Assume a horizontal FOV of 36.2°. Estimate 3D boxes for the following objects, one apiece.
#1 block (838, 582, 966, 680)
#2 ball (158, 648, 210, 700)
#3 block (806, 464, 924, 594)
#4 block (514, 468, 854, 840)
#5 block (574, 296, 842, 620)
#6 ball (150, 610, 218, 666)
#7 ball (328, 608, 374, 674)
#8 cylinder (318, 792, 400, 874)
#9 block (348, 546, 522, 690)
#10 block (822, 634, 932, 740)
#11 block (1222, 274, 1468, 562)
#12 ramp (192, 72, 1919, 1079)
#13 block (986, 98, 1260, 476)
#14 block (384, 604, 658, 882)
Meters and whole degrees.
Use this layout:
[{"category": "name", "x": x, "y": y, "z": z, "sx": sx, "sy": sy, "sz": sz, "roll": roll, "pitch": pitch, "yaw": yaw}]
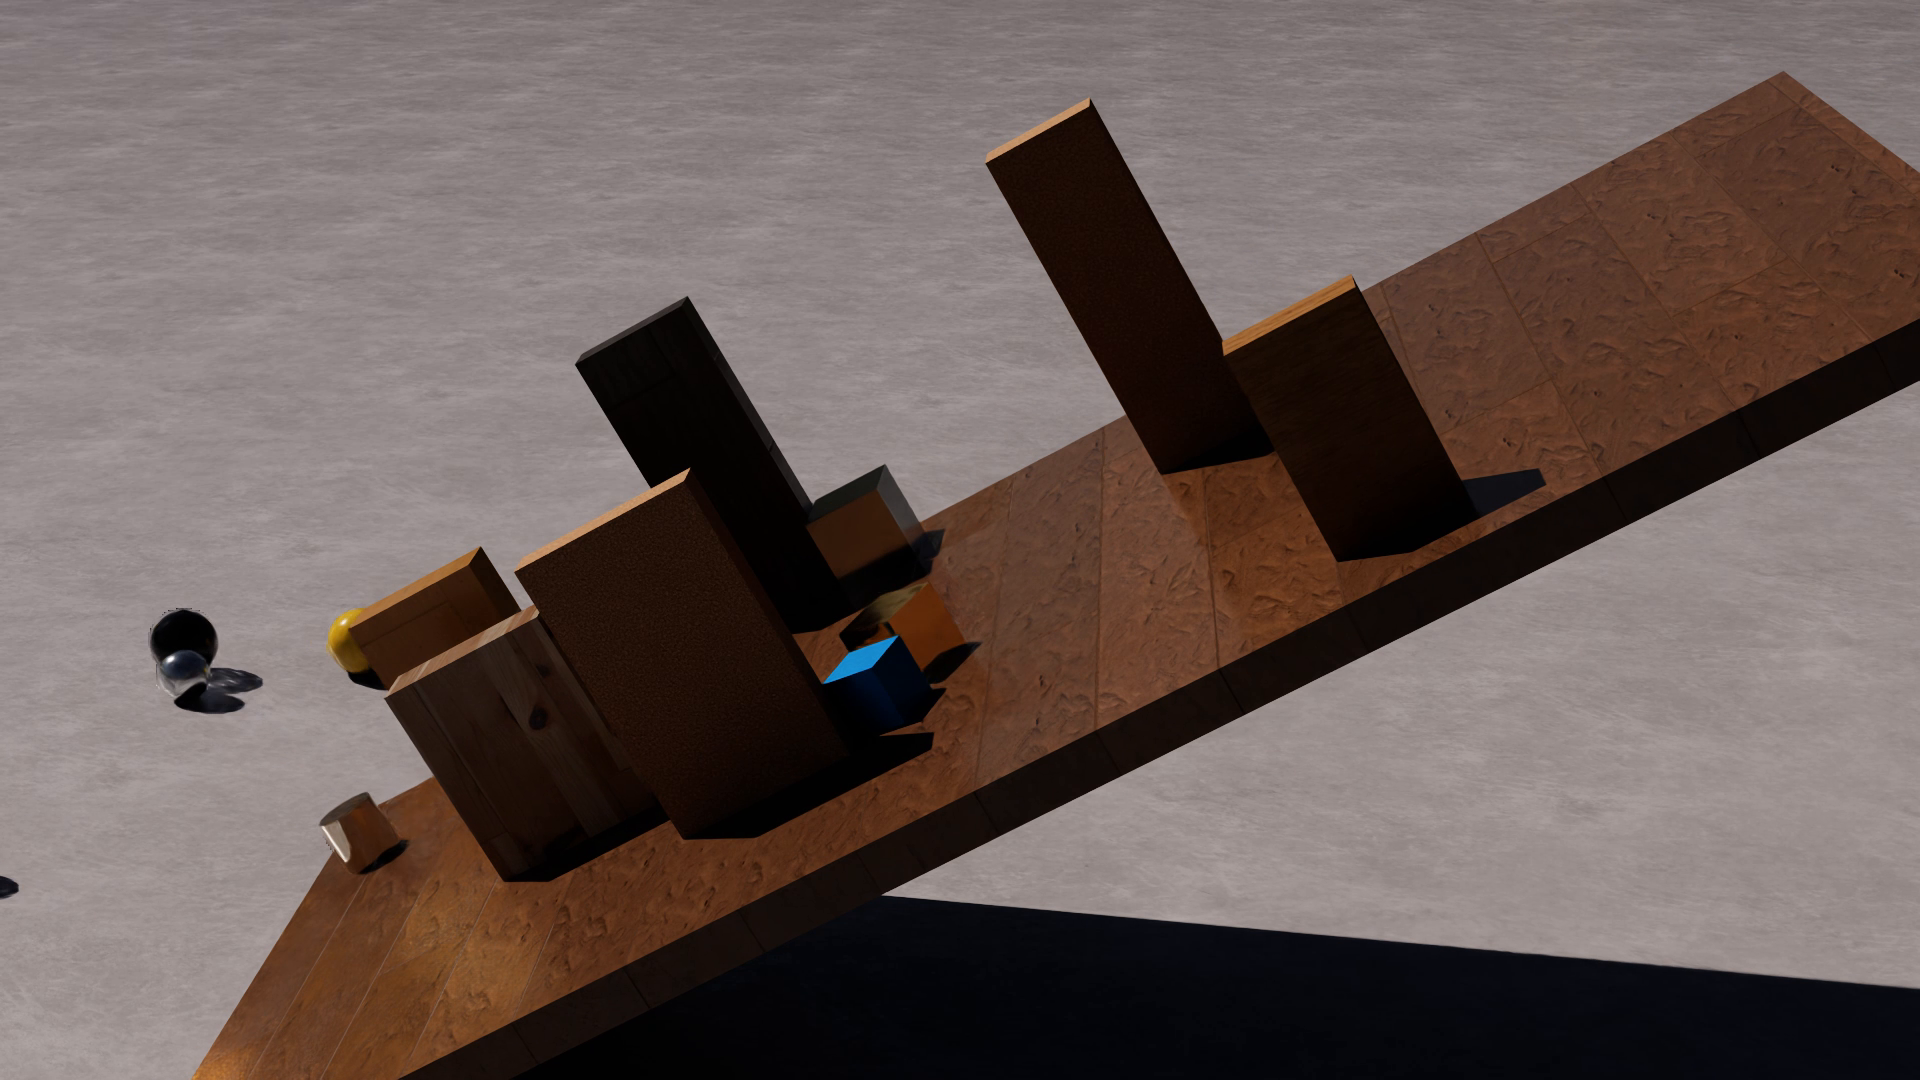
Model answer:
[{"category": "block", "x": -0.120, "y": 0.206, "z": 6.152, "sx": 0.156, "sy": 0.156, "sz": 0.156, "roll": -16, "pitch": 20, "yaw": 45}, {"category": "ball", "x": -2.280, "y": 0.395, "z": 8.645, "sx": 0.152, "sy": 0.152, "sz": 0.152, "roll": 0, "pitch": 18, "yaw": 0}, {"category": "block", "x": -0.226, "y": -0.026, "z": 7.074, "sx": 0.197, "sy": 0.197, "sz": 0.197, "roll": -27, "pitch": 15, "yaw": 13}, {"category": "block", "x": -0.549, "y": 0.233, "z": 5.904, "sx": 0.395, "sy": 0.653, "sz": 0.090, "roll": -27, "pitch": 14, "yaw": 11}, {"category": "block", "x": -0.586, "y": -0.168, "z": 7.070, "sx": 0.297, "sy": 0.789, "sz": 0.103, "roll": -27, "pitch": 14, "yaw": 11}, {"category": "ball", "x": -2.328, "y": 0.310, "z": 8.827, "sx": 0.200, "sy": 0.200, "sz": 0.200, "roll": 0, "pitch": 18, "yaw": 0}, {"category": "ball", "x": -1.801, "y": 0.305, "z": 8.846, "sx": 0.199, "sy": 0.199, "sz": 0.199, "roll": 0, "pitch": 18, "yaw": 0}, {"category": "cylinder", "x": -1.455, "y": 0.711, "z": 7.132, "sx": 0.141, "sy": 0.141, "sz": 0.141, "roll": -28, "pitch": 14, "yaw": 8}, {"category": "block", "x": -1.076, "y": 0.355, "z": 6.660, "sx": 0.322, "sy": 0.595, "sz": 0.133, "roll": -27, "pitch": 14, "yaw": 11}, {"category": "block", "x": -0.169, "y": 0.299, "z": 5.977, "sx": 0.134, "sy": 0.134, "sz": 0.134, "roll": -21, "pitch": 17, "yaw": 34}, {"category": "block", "x": 0.702, "y": -0.221, "z": 5.375, "sx": 0.265, "sy": 0.446, "sz": 0.103, "roll": -27, "pitch": 14, "yaw": 11}, {"category": "ramp", "x": 0.142, "y": 0.167, "z": 6.283, "sx": 4.000, "sy": 0.100, "sz": 2.000, "roll": -27, "pitch": 14, "yaw": 11}, {"category": "block", "x": 0.364, "y": -0.553, "z": 6.464, "sx": 0.255, "sy": 0.799, "sz": 0.116, "roll": -27, "pitch": 14, "yaw": 11}, {"category": "block", "x": -0.937, "y": 0.432, "z": 6.346, "sx": 0.387, "sy": 0.484, "sz": 0.131, "roll": -27, "pitch": 14, "yaw": 11}]
